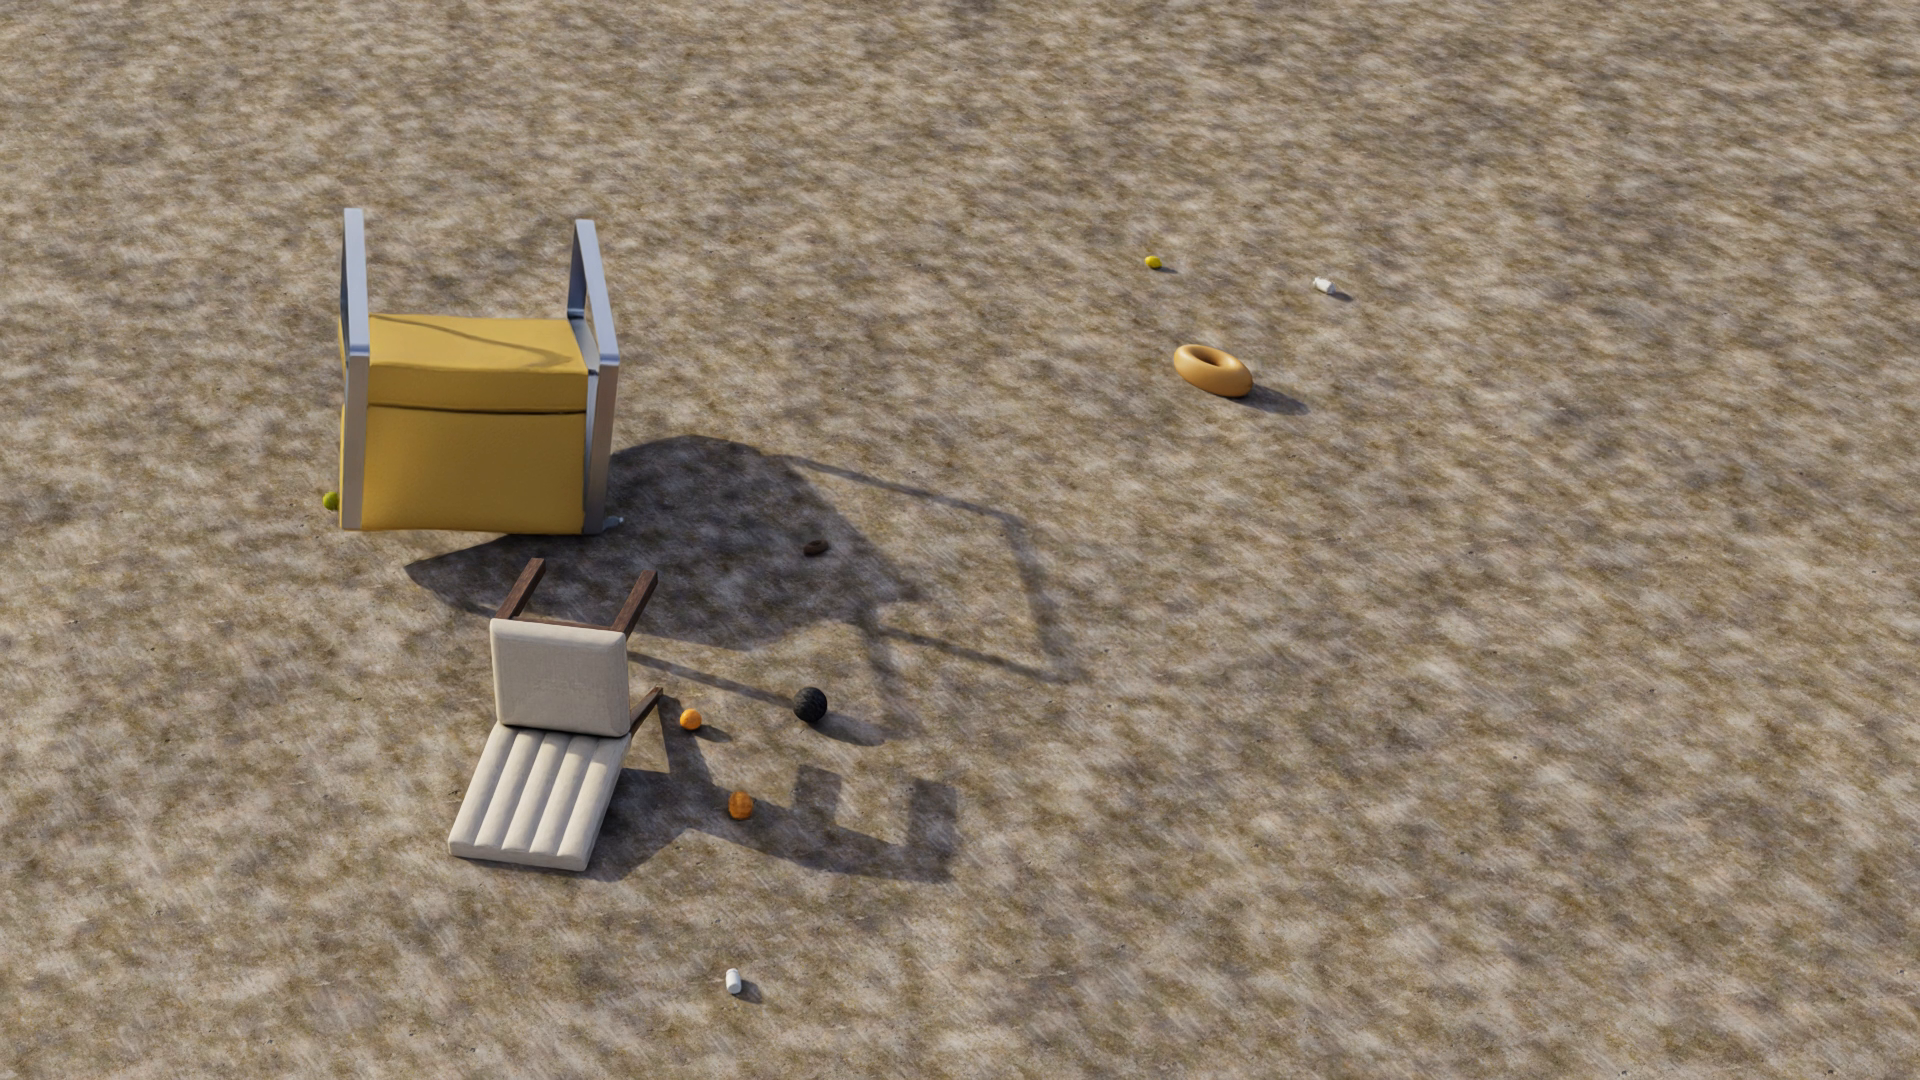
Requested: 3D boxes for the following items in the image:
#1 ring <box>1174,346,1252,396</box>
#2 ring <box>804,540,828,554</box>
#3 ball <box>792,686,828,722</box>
[{"bbox_3d":[1.023,-0.685,11.870,0.385,0.129,0.166,25,43,34],"label":"ring"},{"bbox_3d":[-0.534,0.026,10.872,0.101,0.036,0.053,-15,38,-19],"label":"ring"},{"bbox_3d":[-0.511,0.560,9.985,0.120,0.120,0.120,0,33,0],"label":"ball"}]
